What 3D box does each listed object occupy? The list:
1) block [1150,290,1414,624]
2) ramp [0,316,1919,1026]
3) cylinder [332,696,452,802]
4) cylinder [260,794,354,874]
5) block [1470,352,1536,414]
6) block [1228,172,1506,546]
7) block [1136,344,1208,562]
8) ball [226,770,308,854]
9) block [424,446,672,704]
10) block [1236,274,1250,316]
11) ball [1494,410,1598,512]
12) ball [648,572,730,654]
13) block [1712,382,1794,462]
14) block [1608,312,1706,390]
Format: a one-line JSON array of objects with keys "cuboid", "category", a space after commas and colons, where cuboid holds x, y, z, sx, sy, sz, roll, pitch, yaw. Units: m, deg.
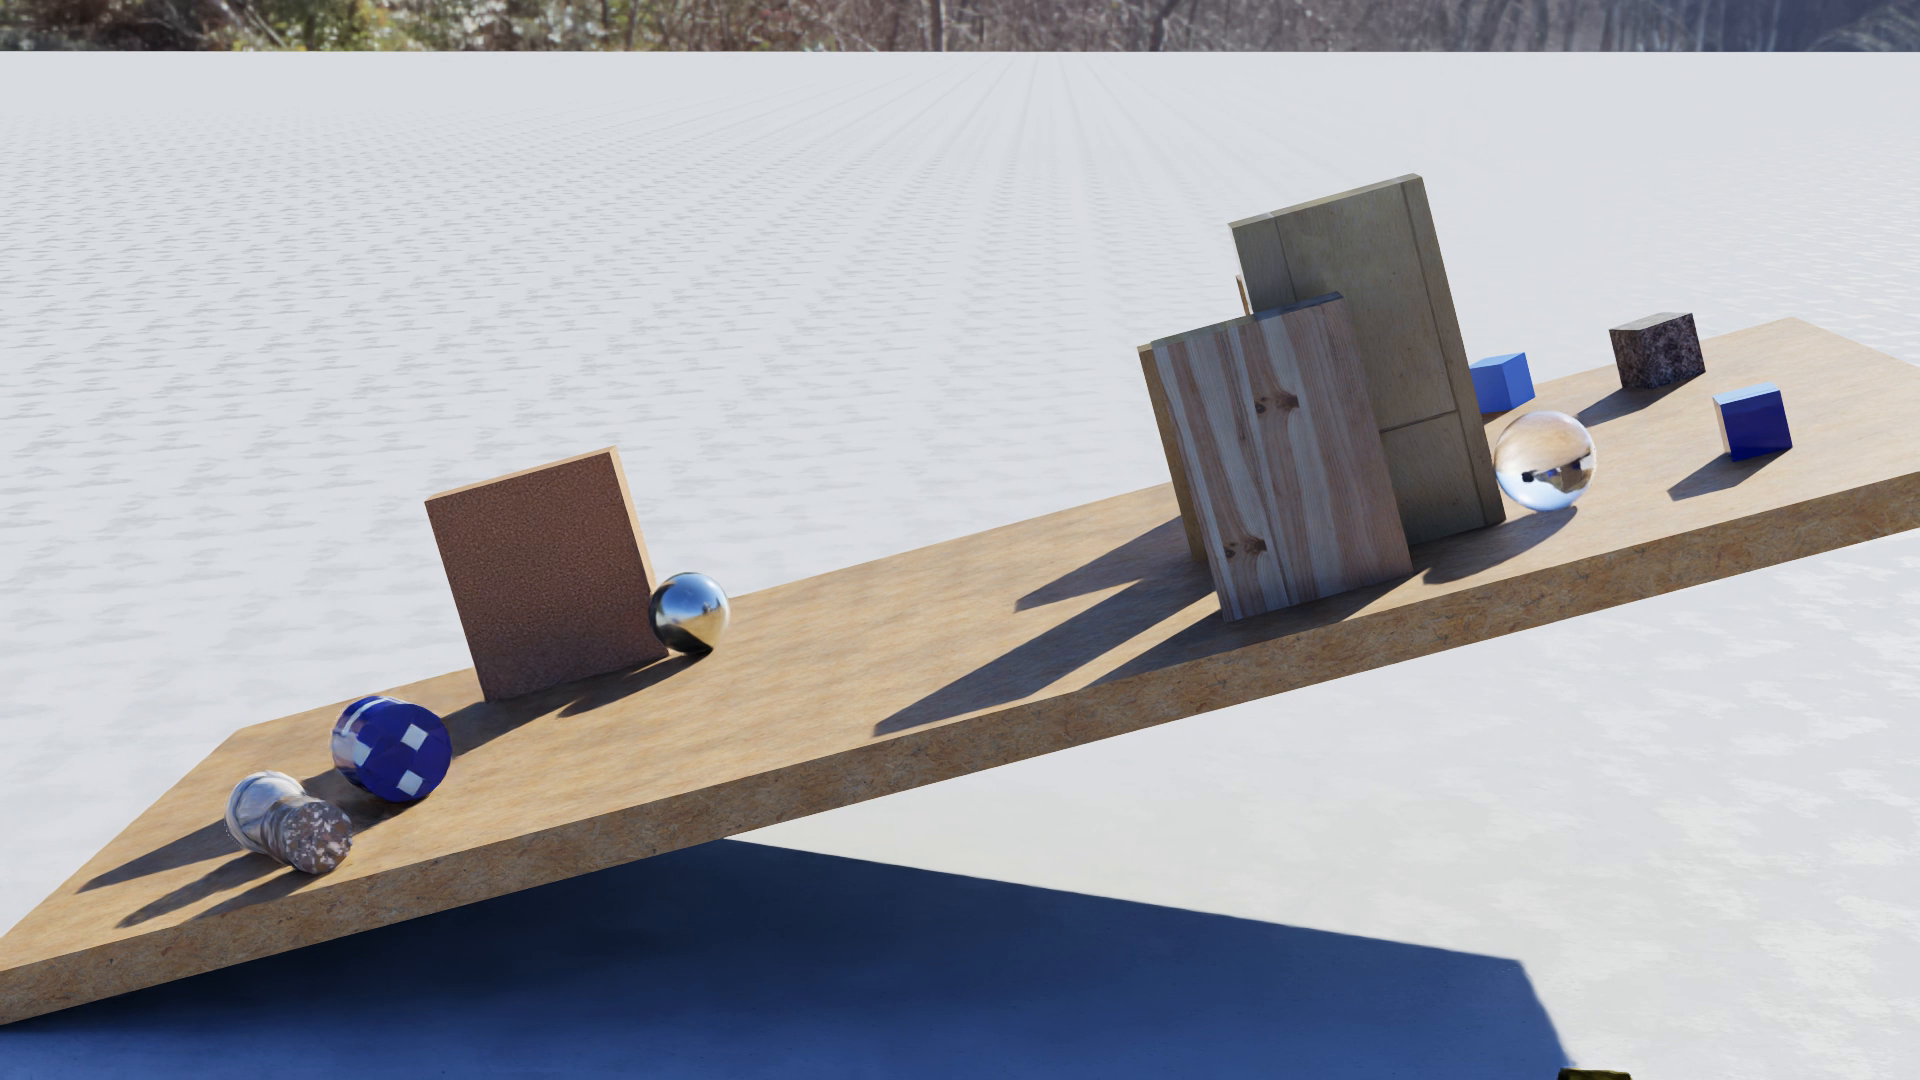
[{"cuboid": [0.606, -0.157, 5.548, 0.366, 0.536, 0.141, -15, 9, 4], "category": "block"}, {"cuboid": [0.082, 0.190, 6.328, 4.000, 0.100, 2.000, -15, 9, 4], "category": "ramp"}, {"cuboid": [-1.170, 0.427, 6.047, 0.201, 0.201, 0.201, -5, 4, -25], "category": "cylinder"}, {"cuboid": [-1.242, 0.558, 5.592, 0.137, 0.137, 0.137, -6, 4, -30], "category": "cylinder"}, {"cuboid": [1.284, -0.373, 7.014, 0.112, 0.112, 0.112, -7, 13, 42], "category": "block"}, {"cuboid": [0.798, -0.332, 5.780, 0.377, 0.691, 0.144, -15, 9, 4], "category": "block"}, {"cuboid": [0.574, -0.218, 6.195, 0.293, 0.460, 0.111, -15, 9, 4], "category": "block"}, {"cuboid": [-1.373, 0.540, 5.838, 0.164, 0.164, 0.164, 0, 10, 0], "category": "ball"}, {"cuboid": [-0.949, 0.080, 6.827, 0.446, 0.494, 0.105, -15, 9, 4], "category": "block"}, {"cuboid": [0.919, -0.454, 6.995, 0.418, 0.465, 0.129, -15, 9, 4], "category": "block"}, {"cuboid": [1.135, -0.154, 5.703, 0.198, 0.198, 0.198, 0, 10, 0], "category": "ball"}, {"cuboid": [-0.618, 0.166, 6.727, 0.187, 0.187, 0.187, 0, 10, 0], "category": "ball"}, {"cuboid": [1.546, -0.232, 5.741, 0.116, 0.116, 0.116, -14, 9, 9], "category": "block"}, {"cuboid": [1.605, -0.437, 6.774, 0.141, 0.141, 0.141, -18, 10, -15], "category": "block"}]
